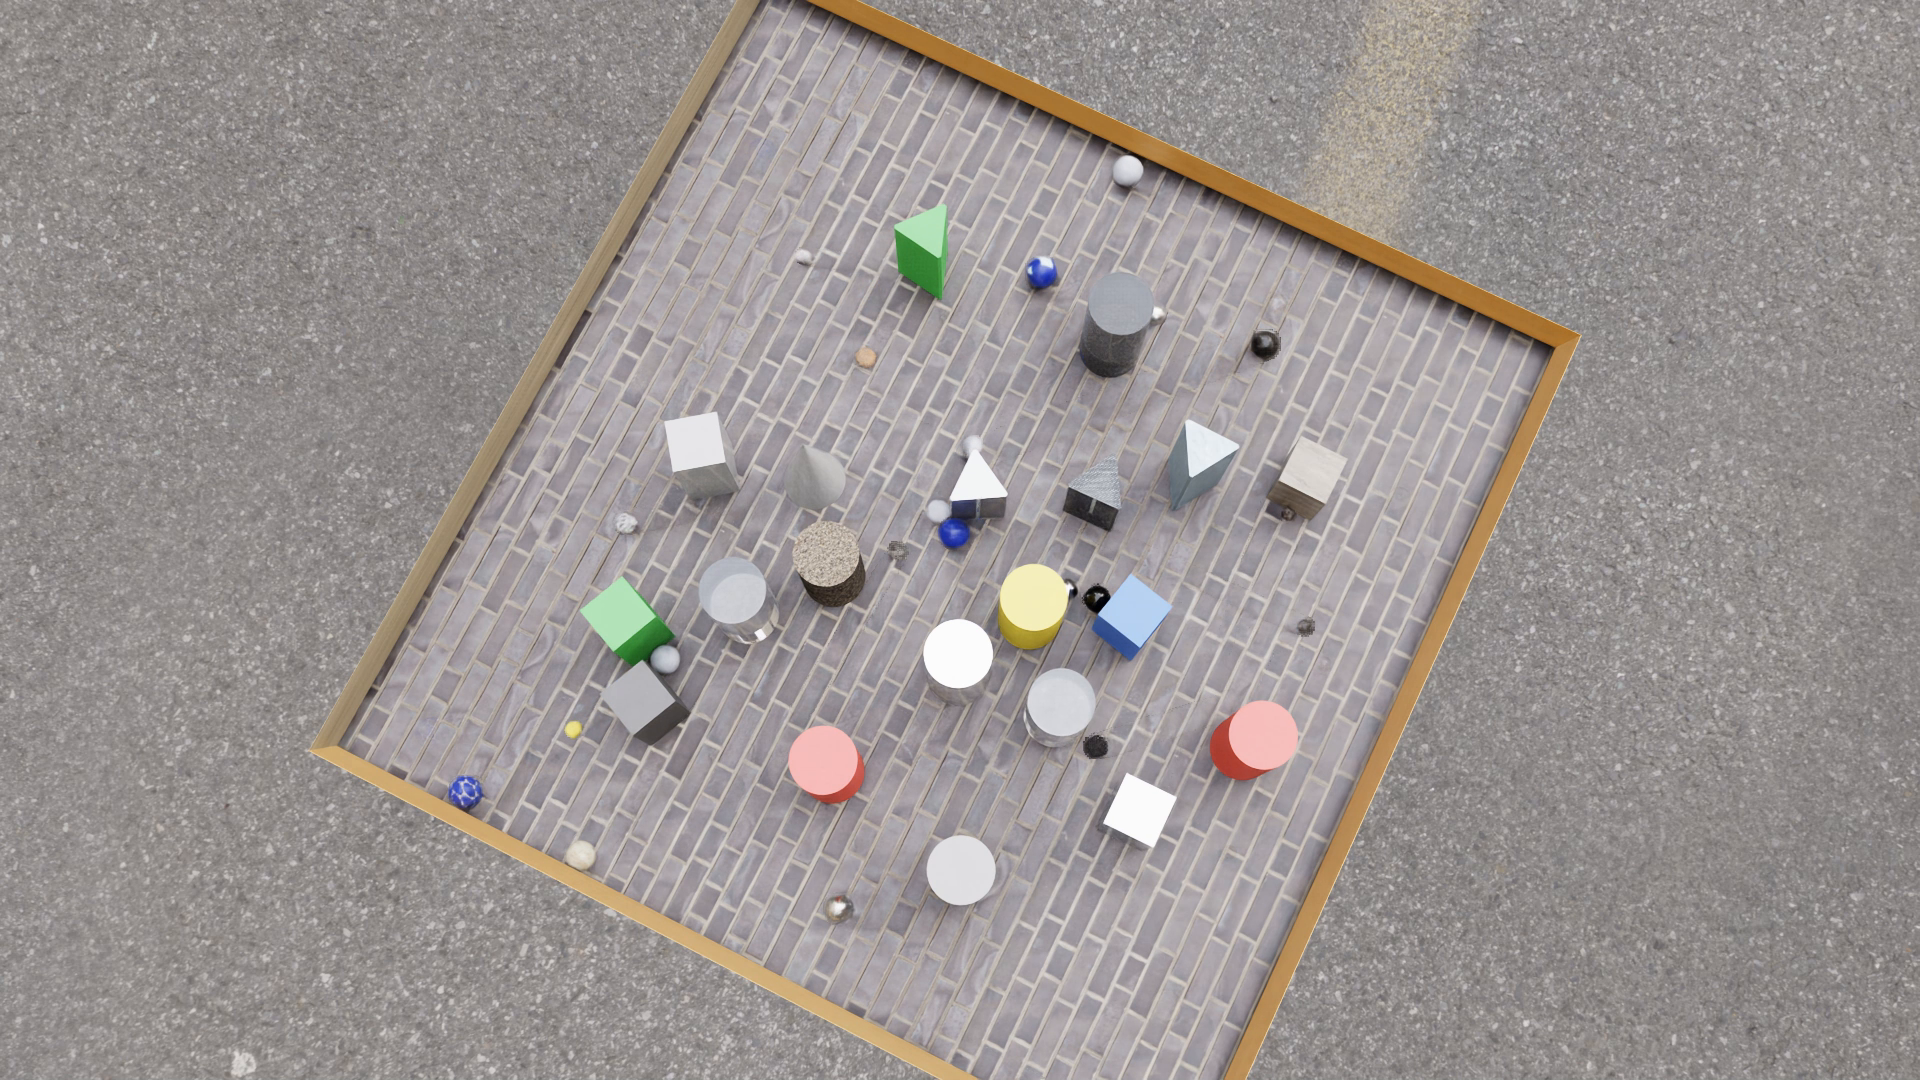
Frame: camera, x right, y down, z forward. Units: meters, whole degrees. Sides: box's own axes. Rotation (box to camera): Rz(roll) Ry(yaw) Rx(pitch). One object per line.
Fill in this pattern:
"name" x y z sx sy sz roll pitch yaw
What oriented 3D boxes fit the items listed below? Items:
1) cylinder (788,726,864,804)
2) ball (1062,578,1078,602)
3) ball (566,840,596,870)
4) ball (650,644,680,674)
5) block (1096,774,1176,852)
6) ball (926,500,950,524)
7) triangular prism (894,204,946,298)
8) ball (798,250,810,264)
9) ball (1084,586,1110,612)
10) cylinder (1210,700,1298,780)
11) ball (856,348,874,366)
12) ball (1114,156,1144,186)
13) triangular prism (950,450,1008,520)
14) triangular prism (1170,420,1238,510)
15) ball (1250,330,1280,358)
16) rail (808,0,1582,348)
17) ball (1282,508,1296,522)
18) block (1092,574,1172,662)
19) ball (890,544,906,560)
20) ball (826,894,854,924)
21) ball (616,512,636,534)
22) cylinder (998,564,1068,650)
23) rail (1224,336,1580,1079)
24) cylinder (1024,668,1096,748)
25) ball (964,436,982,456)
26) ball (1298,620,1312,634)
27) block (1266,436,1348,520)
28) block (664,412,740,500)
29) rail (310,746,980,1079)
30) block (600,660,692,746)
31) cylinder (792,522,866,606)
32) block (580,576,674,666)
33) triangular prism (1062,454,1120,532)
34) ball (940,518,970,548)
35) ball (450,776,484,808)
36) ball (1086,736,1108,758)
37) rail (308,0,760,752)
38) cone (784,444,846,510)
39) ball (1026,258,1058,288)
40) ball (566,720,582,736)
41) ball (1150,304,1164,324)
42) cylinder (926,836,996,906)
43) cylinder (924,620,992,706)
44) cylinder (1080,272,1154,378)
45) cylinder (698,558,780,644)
"cylinder" -0.381 0.651 5.285 0.192 0.386 0.192 0 78 0
"ball" 0.321 0.152 5.548 0.073 0.073 0.073 0 78 0
"ball" -1.113 0.927 5.380 0.088 0.088 0.088 0 78 0
"ball" -0.884 0.358 5.497 0.089 0.089 0.089 0 78 0
"block" 0.504 0.789 5.288 0.154 0.324 0.154 26 79 5
"ball" -0.066 -0.087 5.597 0.073 0.073 0.073 0 78 0
"triangular prism" -0.086 -0.901 5.613 0.166 0.371 0.144 35 80 7
"ball" -0.492 -0.894 5.780 0.043 0.043 0.043 0 78 0
"ball" 0.416 0.178 5.538 0.082 0.082 0.082 0 78 0
"cylinder" 0.844 0.583 5.293 0.192 0.398 0.192 0 78 0
"ball" -0.295 -0.569 5.704 0.060 0.060 0.060 0 78 0
"ball" 0.533 -1.169 5.810 0.096 0.096 0.096 0 78 0
"triangular prism" 0.049 -0.165 5.502 0.166 0.291 0.144 -5 78 -1
"triangular prism" 0.687 -0.238 5.440 0.166 0.443 0.144 -32 80 -6
"ball" 0.948 -0.608 5.698 0.087 0.087 0.087 0 78 0
"rail" 0.625 -1.218 5.804 2.842 0.125 0.045 26 80 5
"ball" 1.006 -0.078 5.612 0.040 0.040 0.040 0 78 0
"block" 0.506 0.232 5.424 0.154 0.283 0.154 38 81 7
"ball" -0.188 0.035 5.583 0.051 0.051 0.051 0 78 0
"ball" -0.351 1.077 5.350 0.086 0.086 0.086 0 78 0
"ball" -1.018 -0.052 5.595 0.063 0.063 0.063 0 78 0
"cylinder" 0.210 0.200 5.386 0.192 0.371 0.192 0 78 0
"rail" 1.250 0.619 5.424 0.045 0.125 2.843 26 80 5
"cylinder" 0.287 0.492 5.338 0.192 0.346 0.192 0 78 0
"ball" 0.039 -0.288 5.646 0.059 0.059 0.059 0 78 0
"ball" 1.043 0.262 5.538 0.047 0.047 0.047 0 78 0
"block" 1.045 -0.184 5.535 0.154 0.234 0.154 27 80 5
"block" -0.767 -0.247 5.481 0.154 0.366 0.154 -11 79 -2
"rail" -0.625 1.231 5.297 2.842 0.125 0.045 26 80 5
"block" -0.914 0.479 5.353 0.154 0.322 0.154 -39 81 -7
"cylinder" -0.384 0.075 5.423 0.192 0.350 0.192 0 78 0
"block" -0.970 0.246 5.377 0.154 0.369 0.154 -40 81 -8
"triangular prism" 0.420 -0.156 5.488 0.166 0.315 0.144 25 79 5
"ball" -0.015 -0.020 5.574 0.092 0.092 0.092 0 78 0
"ball" -1.458 0.746 5.413 0.096 0.096 0.096 0 78 0
"ball" 0.408 0.615 5.455 0.068 0.068 0.068 0 78 0
"rail" -1.250 -0.605 5.677 0.045 0.125 2.843 26 80 5
"cone" -0.448 -0.231 5.444 0.192 0.431 0.192 0 78 0
"ball" 0.257 -0.837 5.741 0.096 0.096 0.096 0 78 0
"ball" -1.152 0.564 5.476 0.047 0.047 0.047 0 78 0
"ball" 0.609 -0.707 5.730 0.063 0.063 0.063 0 78 0
"cylinder" 0.003 0.952 5.263 0.192 0.307 0.192 0 78 0
"cylinder" -0.005 0.361 5.317 0.192 0.440 0.192 0 78 0
"cylinder" 0.469 -0.644 5.532 0.192 0.427 0.192 0 78 0
"cylinder" -0.645 0.181 5.382 0.192 0.385 0.192 0 78 0
